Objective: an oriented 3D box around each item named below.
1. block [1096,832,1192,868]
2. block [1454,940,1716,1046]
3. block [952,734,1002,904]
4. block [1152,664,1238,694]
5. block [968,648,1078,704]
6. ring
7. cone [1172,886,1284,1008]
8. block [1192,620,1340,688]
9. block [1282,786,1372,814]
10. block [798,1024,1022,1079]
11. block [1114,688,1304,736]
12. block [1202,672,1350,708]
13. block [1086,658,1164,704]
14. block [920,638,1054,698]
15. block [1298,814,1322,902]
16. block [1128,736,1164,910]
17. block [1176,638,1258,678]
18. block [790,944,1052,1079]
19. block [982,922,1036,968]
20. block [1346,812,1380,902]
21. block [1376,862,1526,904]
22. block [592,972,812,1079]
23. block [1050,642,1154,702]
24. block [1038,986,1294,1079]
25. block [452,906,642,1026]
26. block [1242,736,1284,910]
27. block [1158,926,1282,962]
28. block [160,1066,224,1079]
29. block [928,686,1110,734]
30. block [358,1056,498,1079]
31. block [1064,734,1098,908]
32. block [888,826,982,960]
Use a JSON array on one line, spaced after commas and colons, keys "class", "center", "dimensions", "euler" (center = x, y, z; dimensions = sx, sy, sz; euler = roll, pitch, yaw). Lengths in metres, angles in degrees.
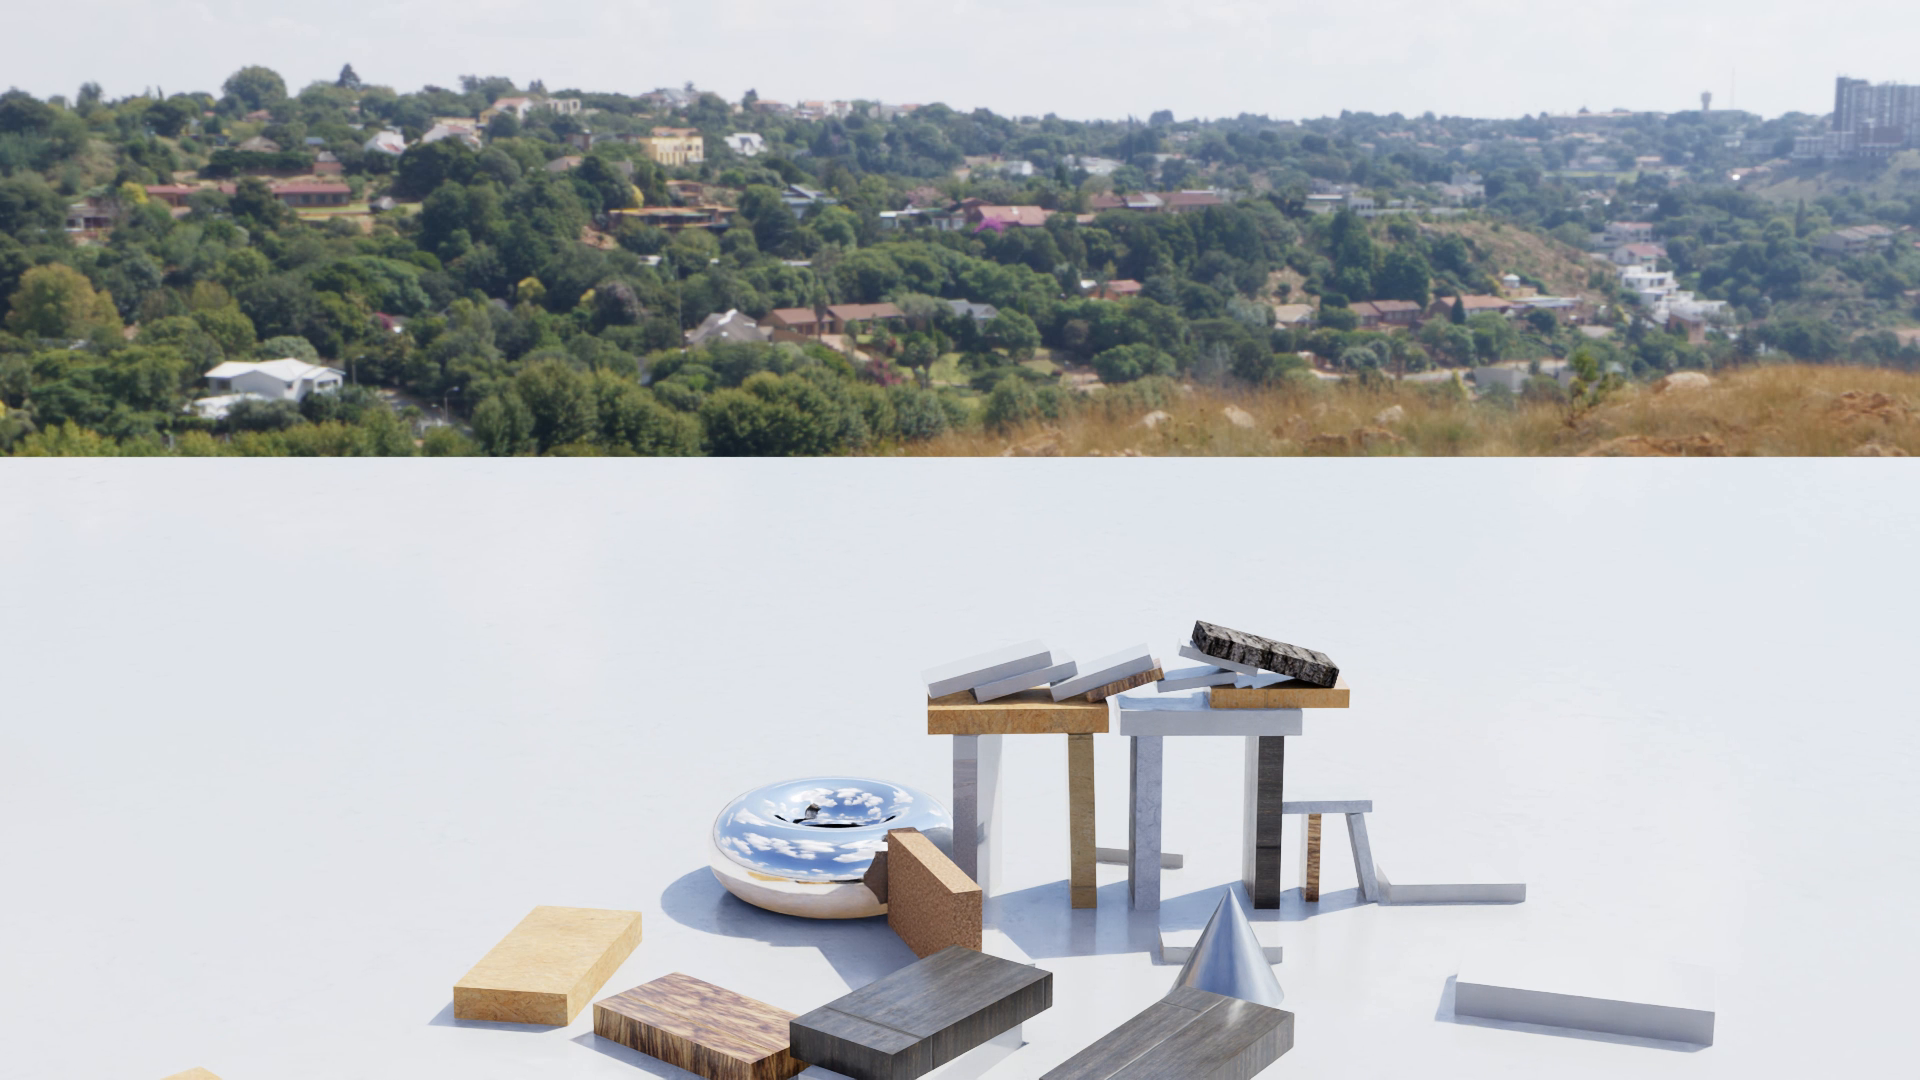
[{"class": "block", "center": [0.313, 0.543, 3.857], "dimensions": [0.172, 0.024, 0.086], "euler": [3, 11, 15]}, {"class": "block", "center": [0.908, 0.653, 3.191], "dimensions": [0.353, 0.050, 0.176], "euler": [3, 11, 18]}, {"class": "block", "center": [0.030, 0.447, 3.633], "dimensions": [0.042, 0.293, 0.147], "euler": [3, 11, 17]}, {"class": "block", "center": [0.383, 0.225, 3.592], "dimensions": [0.131, 0.018, 0.065], "euler": [-8, 10, -1]}, {"class": "block", "center": [0.101, 0.224, 3.630], "dimensions": [0.172, 0.024, 0.086], "euler": [-16, 13, -8]}, {"class": "ring", "center": [-0.210, 0.512, 3.704], "dimensions": [0.434, 0.145, 0.434], "euler": [1, 11, 0]}, {"class": "cone", "center": [0.395, 0.586, 3.232], "dimensions": [0.167, 0.167, 0.167], "euler": [0, 11, 0]}, {"class": "block", "center": [0.497, 0.185, 3.591], "dimensions": [0.224, 0.032, 0.112], "euler": [15, 9, -6]}, {"class": "block", "center": [0.598, 0.430, 3.635], "dimensions": [0.152, 0.022, 0.076], "euler": [-1, 11, -1]}, {"class": "block", "center": [-0.062, 0.699, 2.960], "dimensions": [0.158, 0.045, 0.316], "euler": [6, 12, 30]}, {"class": "block", "center": [0.404, 0.282, 3.609], "dimensions": [0.293, 0.042, 0.147], "euler": [0, 11, 0]}, {"class": "block", "center": [0.516, 0.246, 3.601], "dimensions": [0.224, 0.032, 0.112], "euler": [0, 11, 0]}, {"class": "block", "center": [0.269, 0.230, 3.599], "dimensions": [0.131, 0.018, 0.065], "euler": [-19, 9, 6]}, {"class": "block", "center": [0.043, 0.211, 3.631], "dimensions": [0.207, 0.026, 0.091], "euler": [-15, 13, -6]}, {"class": "block", "center": [0.581, 0.516, 3.653], "dimensions": [0.022, 0.152, 0.076], "euler": [0, 11, 0]}, {"class": "block", "center": [0.306, 0.446, 3.640], "dimensions": [0.042, 0.293, 0.147], "euler": [0, 11, 0]}, {"class": "block", "center": [0.420, 0.191, 3.586], "dimensions": [0.130, 0.018, 0.065], "euler": [16, 9, 0]}, {"class": "block", "center": [-0.048, 0.645, 2.993], "dimensions": [0.176, 0.050, 0.353], "euler": [8, 13, 37]}, {"class": "block", "center": [0.040, 0.633, 3.364], "dimensions": [0.091, 0.026, 0.182], "euler": [-4, 11, -20]}, {"class": "block", "center": [0.666, 0.515, 3.652], "dimensions": [0.022, 0.152, 0.076], "euler": [-12, 10, 2]}, {"class": "block", "center": [0.820, 0.572, 3.679], "dimensions": [0.224, 0.032, 0.112], "euler": [0, 11, -2]}, {"class": "block", "center": [-0.345, 0.681, 3.055], "dimensions": [0.316, 0.045, 0.158], "euler": [9, 14, 39]}, {"class": "block", "center": [0.232, 0.217, 3.616], "dimensions": [0.172, 0.024, 0.086], "euler": [-19, 9, 5]}, {"class": "block", "center": [0.282, 0.699, 2.945], "dimensions": [0.176, 0.050, 0.382], "euler": [7, 13, 34]}, {"class": "block", "center": [-0.612, 0.634, 3.300], "dimensions": [0.171, 0.048, 0.341], "euler": [2, 11, 10]}, {"class": "block", "center": [0.501, 0.446, 3.640], "dimensions": [0.042, 0.293, 0.147], "euler": [0, 11, -1]}, {"class": "block", "center": [0.402, 0.626, 3.406], "dimensions": [0.182, 0.026, 0.091], "euler": [0, 11, 0]}, {"class": "block", "center": [-1.048, 0.745, 2.701], "dimensions": [0.171, 0.048, 0.341], "euler": [10, 14, 42]}, {"class": "block", "center": [0.093, 0.279, 3.618], "dimensions": [0.293, 0.042, 0.147], "euler": [0, 10, -1]}, {"class": "block", "center": [-0.741, 0.740, 2.727], "dimensions": [0.171, 0.048, 0.341], "euler": [5, 12, 27]}, {"class": "block", "center": [0.199, 0.445, 3.642], "dimensions": [0.042, 0.293, 0.147], "euler": [-2, 11, 0]}, {"class": "block", "center": [-0.042, 0.564, 3.376], "dimensions": [0.045, 0.158, 0.316], "euler": [-4, 11, -19]}]
